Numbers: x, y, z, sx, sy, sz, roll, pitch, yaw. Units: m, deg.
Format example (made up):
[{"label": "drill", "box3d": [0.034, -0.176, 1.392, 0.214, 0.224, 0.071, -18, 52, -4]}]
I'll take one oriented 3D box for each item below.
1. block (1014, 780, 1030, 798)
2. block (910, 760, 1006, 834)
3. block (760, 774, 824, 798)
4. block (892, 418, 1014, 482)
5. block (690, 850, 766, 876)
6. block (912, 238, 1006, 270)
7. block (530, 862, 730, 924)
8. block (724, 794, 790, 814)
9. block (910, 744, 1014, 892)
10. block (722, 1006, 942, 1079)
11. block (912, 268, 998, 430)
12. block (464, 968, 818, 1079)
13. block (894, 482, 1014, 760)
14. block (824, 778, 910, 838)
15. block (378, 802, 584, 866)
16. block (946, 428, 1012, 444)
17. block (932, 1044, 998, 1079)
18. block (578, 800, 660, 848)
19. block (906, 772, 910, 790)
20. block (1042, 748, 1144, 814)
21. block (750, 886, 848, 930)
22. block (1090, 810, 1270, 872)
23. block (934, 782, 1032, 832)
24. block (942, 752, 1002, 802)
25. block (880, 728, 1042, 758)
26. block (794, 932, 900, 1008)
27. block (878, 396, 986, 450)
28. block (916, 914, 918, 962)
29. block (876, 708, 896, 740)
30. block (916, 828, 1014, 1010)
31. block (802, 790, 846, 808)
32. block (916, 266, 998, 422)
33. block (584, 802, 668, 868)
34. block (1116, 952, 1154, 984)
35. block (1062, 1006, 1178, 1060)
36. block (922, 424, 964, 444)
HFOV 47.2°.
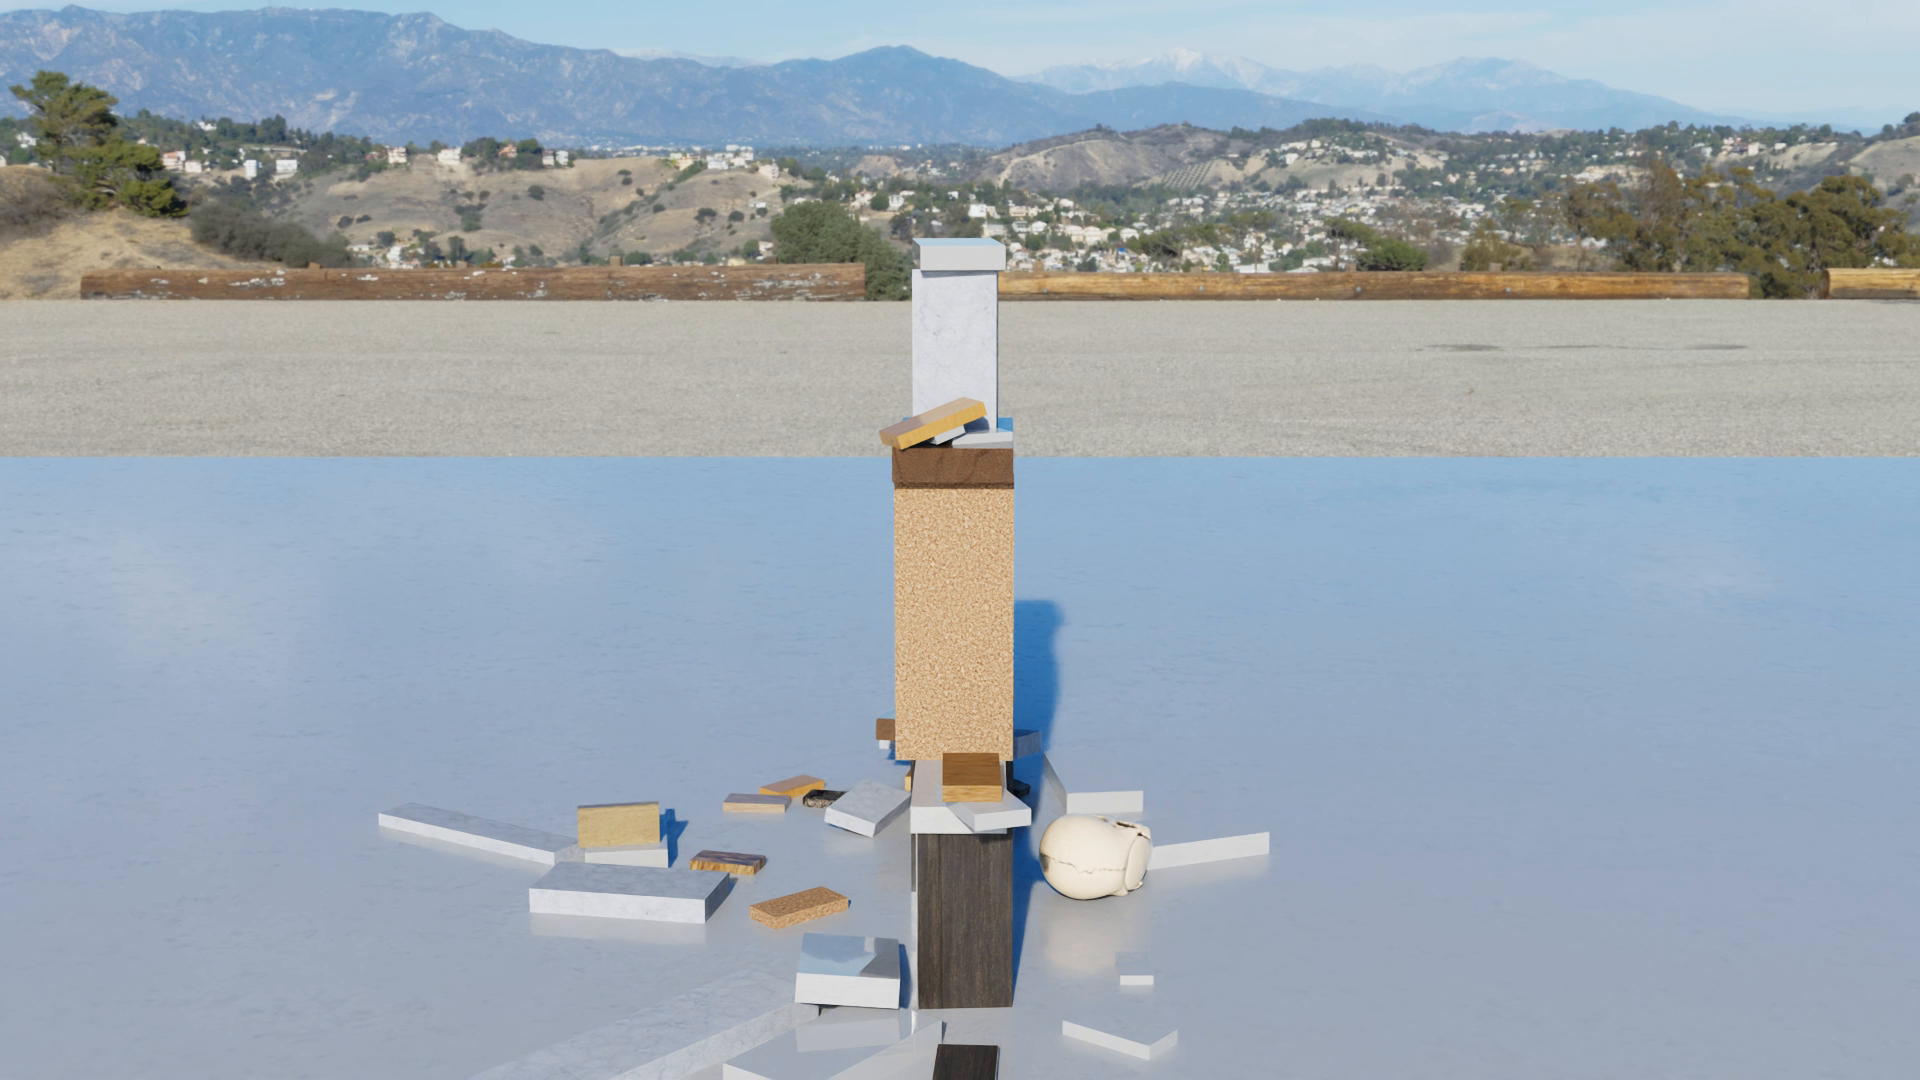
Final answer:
[{"label": "block", "box3d": [0.070, 0.463, 4.217, 0.119, 0.017, 0.059, 20, 12, 22]}, {"label": "block", "box3d": [0.000, 0.372, 3.245, 0.136, 0.039, 0.273, 0, 11, 1]}, {"label": "block", "box3d": [-0.323, 0.477, 4.232, 0.059, 0.017, 0.117, 9, 14, 41]}, {"label": "block", "box3d": [-0.007, -0.142, 3.397, 0.178, 0.050, 0.356, 0, 10, 1]}, {"label": "block", "box3d": [-0.401, 0.557, 3.800, 0.117, 0.017, 0.058, 3, 11, 15]}, {"label": "block", "box3d": [-0.004, -0.441, 3.388, 0.126, 0.036, 0.253, -1, 10, -4]}, {"label": "block", "box3d": [-0.542, 0.579, 3.621, 0.296, 0.040, 0.140, 2, 11, 10]}, {"label": "block", "box3d": [-0.382, 0.495, 4.135, 0.117, 0.017, 0.058, 1, 11, 7]}, {"label": "block", "box3d": [0.003, 0.417, 3.670, 0.170, 0.339, 0.048, 0, 11, 0]}, {"label": "block", "box3d": [-0.169, 0.697, 2.979, 0.144, 0.041, 0.288, 8, 13, 36]}, {"label": "block", "box3d": [-0.008, -0.285, 3.334, 0.126, 0.253, 0.036, 0, 11, 2]}, {"label": "block", "box3d": [-0.595, 0.730, 2.806, 0.144, 0.041, 1.037, 9, 14, 40]}, {"label": "block", "box3d": [-0.008, 0.117, 3.324, 0.178, 0.432, 0.050, 0, 11, 1]}, {"label": "block", "box3d": [-0.168, 0.493, 4.058, 0.097, 0.027, 0.193, 17, 15, 16]}, {"label": "block", "box3d": [-0.863, 0.526, 3.952, 0.426, 0.023, 0.080, 6, 12, 31]}, {"label": "block", "box3d": [0.024, -0.156, 3.295, 0.098, 0.014, 0.049, -5, 11, -24]}, {"label": "block", "box3d": [0.006, 0.716, 2.926, 0.082, 0.023, 0.165, 1, 11, 3]}, {"label": "block", "box3d": [-0.589, 0.491, 3.797, 0.139, 0.069, 0.020, -2, 11, -11]}, {"label": "block", "box3d": [-0.041, 0.444, 4.234, 0.095, 0.027, 0.189, 2, 11, 10]}, {"label": "block", "box3d": [0.253, 0.464, 4.239, 0.144, 0.041, 0.287, -1, 11, -7]}, {"label": "block", "box3d": [-0.261, 0.597, 3.573, 0.145, 0.021, 0.072, -9, 14, -39]}, {"label": "block", "box3d": [0.388, 0.530, 3.883, 0.280, 0.040, 0.140, -4, 11, -21]}, {"label": "block", "box3d": [0.031, 0.369, 3.088, 0.082, 0.023, 0.165, -4, 11, -20]}, {"label": "block", "box3d": [0.016, 0.337, 3.133, 0.082, 0.023, 0.165, 0, 11, 0]}, {"label": "block", "box3d": [0.002, 0.394, 4.342, 0.287, 0.041, 0.144, 2, 1, 21]}, {"label": "block", "box3d": [-0.162, 0.625, 3.206, 0.144, 0.041, 0.288, 4, 1, -2]}, {"label": "block", "box3d": [-0.040, -0.174, 3.257, 0.145, 0.021, 0.072, -23, 18, -19]}, {"label": "block", "box3d": [0.001, 0.508, 3.363, 0.136, 0.273, 0.039, 0, 11, -1]}, {"label": "block", "box3d": [-0.038, 0.350, 4.419, 0.144, 0.041, 0.633, 2, 1, 9]}, {"label": "block", "box3d": [0.007, 0.542, 3.183, 0.136, 0.273, 0.039, -1, 11, -3]}, {"label": "block", "box3d": [-0.232, 0.491, 4.155, 0.119, 0.017, 0.059, 3, 11, 13]}, {"label": "block", "box3d": [-0.005, -0.312, 3.483, 0.126, 0.253, 0.036, -2, 10, -9]}, {"label": "block", "box3d": [-0.591, 0.527, 3.901, 0.140, 0.040, 0.280, -2, 11, -8]}, {"label": "block", "box3d": [0.263, 0.647, 3.325, 0.049, 0.014, 0.098, 0, 11, 0]}, {"label": "block", "box3d": [0.224, 0.689, 3.080, 0.145, 0.021, 0.072, 8, 13, 37]}, {"label": "block", "box3d": [-0.037, -0.163, 3.278, 0.049, 0.014, 0.098, -24, 19, -22]}]
